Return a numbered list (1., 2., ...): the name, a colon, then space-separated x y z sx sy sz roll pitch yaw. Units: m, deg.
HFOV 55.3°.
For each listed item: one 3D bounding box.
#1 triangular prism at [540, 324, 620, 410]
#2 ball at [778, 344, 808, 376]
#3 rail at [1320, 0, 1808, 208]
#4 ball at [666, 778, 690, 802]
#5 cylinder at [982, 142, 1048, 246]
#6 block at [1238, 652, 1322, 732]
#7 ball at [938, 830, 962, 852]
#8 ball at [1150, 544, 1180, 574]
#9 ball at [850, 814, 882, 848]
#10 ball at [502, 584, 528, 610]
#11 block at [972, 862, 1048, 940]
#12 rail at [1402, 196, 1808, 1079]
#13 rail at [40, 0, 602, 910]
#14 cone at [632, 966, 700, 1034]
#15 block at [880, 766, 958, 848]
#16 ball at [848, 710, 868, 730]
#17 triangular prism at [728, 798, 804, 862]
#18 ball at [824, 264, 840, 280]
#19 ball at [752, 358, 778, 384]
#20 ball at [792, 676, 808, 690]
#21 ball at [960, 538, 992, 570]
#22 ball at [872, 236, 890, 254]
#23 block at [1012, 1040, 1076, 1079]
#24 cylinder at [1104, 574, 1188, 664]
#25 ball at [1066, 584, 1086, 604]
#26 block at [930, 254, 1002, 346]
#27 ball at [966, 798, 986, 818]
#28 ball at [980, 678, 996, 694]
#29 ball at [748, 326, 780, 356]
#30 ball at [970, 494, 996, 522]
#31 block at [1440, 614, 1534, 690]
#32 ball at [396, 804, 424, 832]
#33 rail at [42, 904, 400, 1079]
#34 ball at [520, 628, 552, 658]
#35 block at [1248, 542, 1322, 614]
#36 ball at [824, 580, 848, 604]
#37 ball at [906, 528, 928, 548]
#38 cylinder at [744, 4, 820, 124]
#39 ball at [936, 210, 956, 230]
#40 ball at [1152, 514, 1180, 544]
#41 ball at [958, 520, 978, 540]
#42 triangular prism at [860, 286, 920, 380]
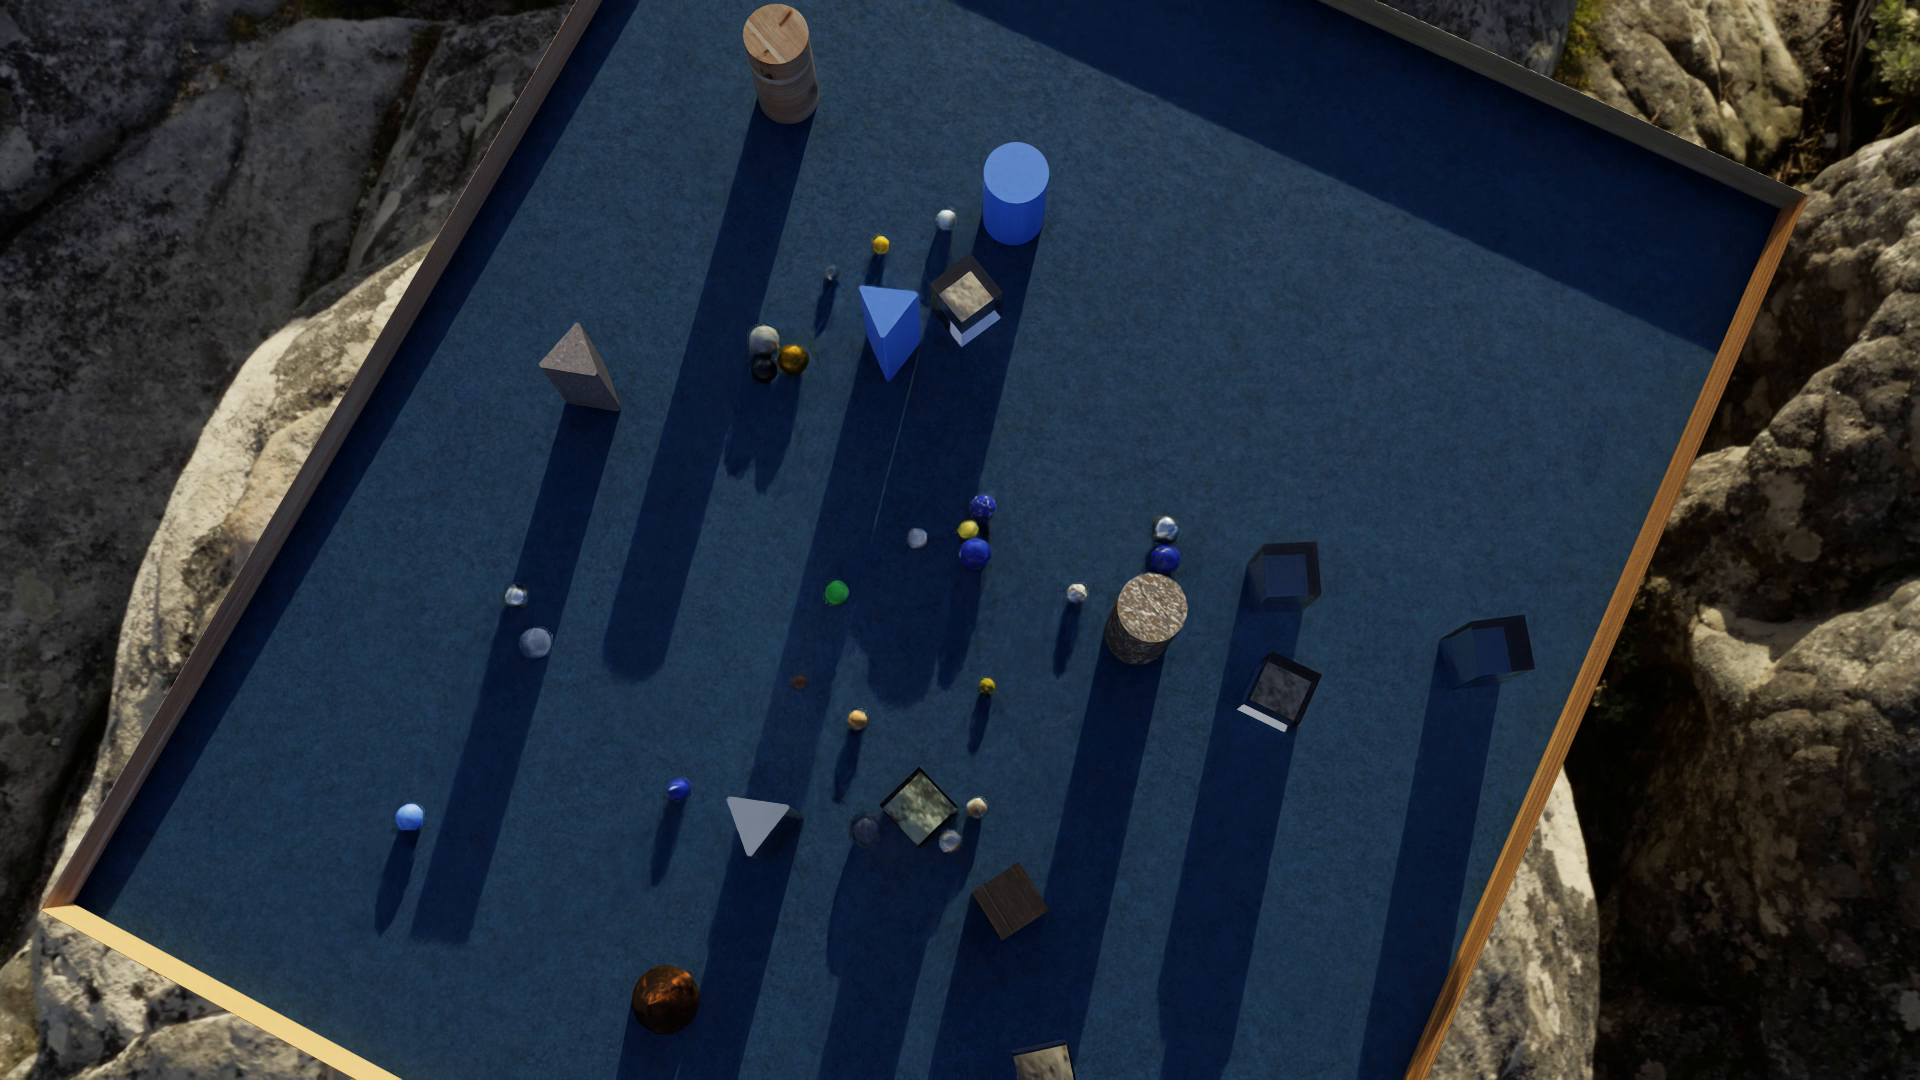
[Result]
1. triangular prism: -1.129 -0.526 5.530 0.170 0.382 0.147 9 78 2
2. ball: -0.518 -0.558 5.683 0.097 0.097 0.097 0 78 0
3. rail: 0.955 -1.864 5.936 3.754 0.128 0.045 26 80 5
4. ball: -0.835 0.741 5.430 0.066 0.066 0.066 0 78 0
5. cylinder: 0.169 -1.066 5.661 0.196 0.345 0.196 0 78 0
6. block: 0.938 0.449 5.394 0.157 0.253 0.157 26 79 5
7. ball: -0.030 0.889 5.399 0.066 0.066 0.066 0 78 0
8. ball: 0.624 0.058 5.558 0.091 0.091 0.091 0 78 0
9. ball: -0.275 0.855 5.390 0.096 0.096 0.096 0 78 0
10. ball: -1.345 0.172 5.543 0.074 0.074 0.074 0 78 0
11. block: 0.141 1.037 5.256 0.157 0.285 0.157 -32 80 -6
12. rail: 1.658 0.818 5.381 0.045 0.128 4.319 26 80 5
13. rail: -1.658 -0.805 5.717 0.045 0.128 4.319 26 80 5
14. cone: -0.858 1.308 5.190 0.196 0.305 0.196 0 78 0
15. block: -0.118 0.779 5.310 0.157 0.286 0.157 -43 82 -8
16. ball: -0.306 0.538 5.475 0.059 0.059 0.059 0 78 0
17. triangular prism: -0.574 0.793 5.204 0.147 0.487 0.170 38 81 7
18. ball: -0.401 -0.842 5.766 0.048 0.048 0.048 0 78 0
19. ball: -0.607 -0.526 5.684 0.081 0.081 0.081 0 78 0
20. ball: -0.481 0.428 5.506 0.044 0.044 0.044 0 78 0
21. ball: 0.047 0.041 5.559 0.097 0.097 0.097 0 78 0
22. ball: -0.249 -0.929 5.781 0.055 0.055 0.055 0 78 0
23. block: 0.241 1.515 5.183 0.157 0.236 0.157 -11 79 -2
24. cylinder: 0.536 0.235 5.332 0.196 0.461 0.196 0 78 0
25. ball: 0.354 0.162 5.552 0.060 0.060 0.060 0 78 0
26. block: 0.019 -0.736 5.645 0.157 0.242 0.157 -37 81 -7
27. ball: 0.049 0.793 5.422 0.059 0.059 0.059 0 78 0
28. ball: 0.082 0.439 5.501 0.049 0.049 0.049 0 78 0
29. ball: -0.609 -0.618 5.694 0.098 0.098 0.098 0 78 0
30. ball: 0.071 -0.098 5.596 0.081 0.081 0.081 0 78 0
31. block: 1.542 0.333 5.373 0.157 0.342 0.157 -7 78 -1
32. ball: -1.624 0.819 5.406 0.080 0.080 0.080 0 78 0
33. rail: -0.955 1.878 5.162 3.754 0.128 0.045 26 80 5
34. ball: -1.275 0.309 5.505 0.094 0.094 0.094 0 78 0
35. block: 0.960 0.115 5.442 0.157 0.296 0.157 -3 78 -1
36. ball: -0.373 0.159 5.546 0.074 0.074 0.074 0 78 0
37. ball: -0.131 -0.007 5.584 0.066 0.066 0.066 0 78 0
38. cylinder: -0.553 -1.475 5.705 0.196 0.424 0.196 0 78 0
39. ball: -0.043 -1.011 5.792 0.066 0.066 0.066 0 78 0
40. ball: 0.627 -0.032 5.578 0.089 0.089 0.089 0 78 0
41. ball: 0.026 -0.030 5.590 0.065 0.065 0.065 0 78 0
42. triangular prism: -0.232 -0.649 5.527 0.147 0.438 0.170 36 81 7
